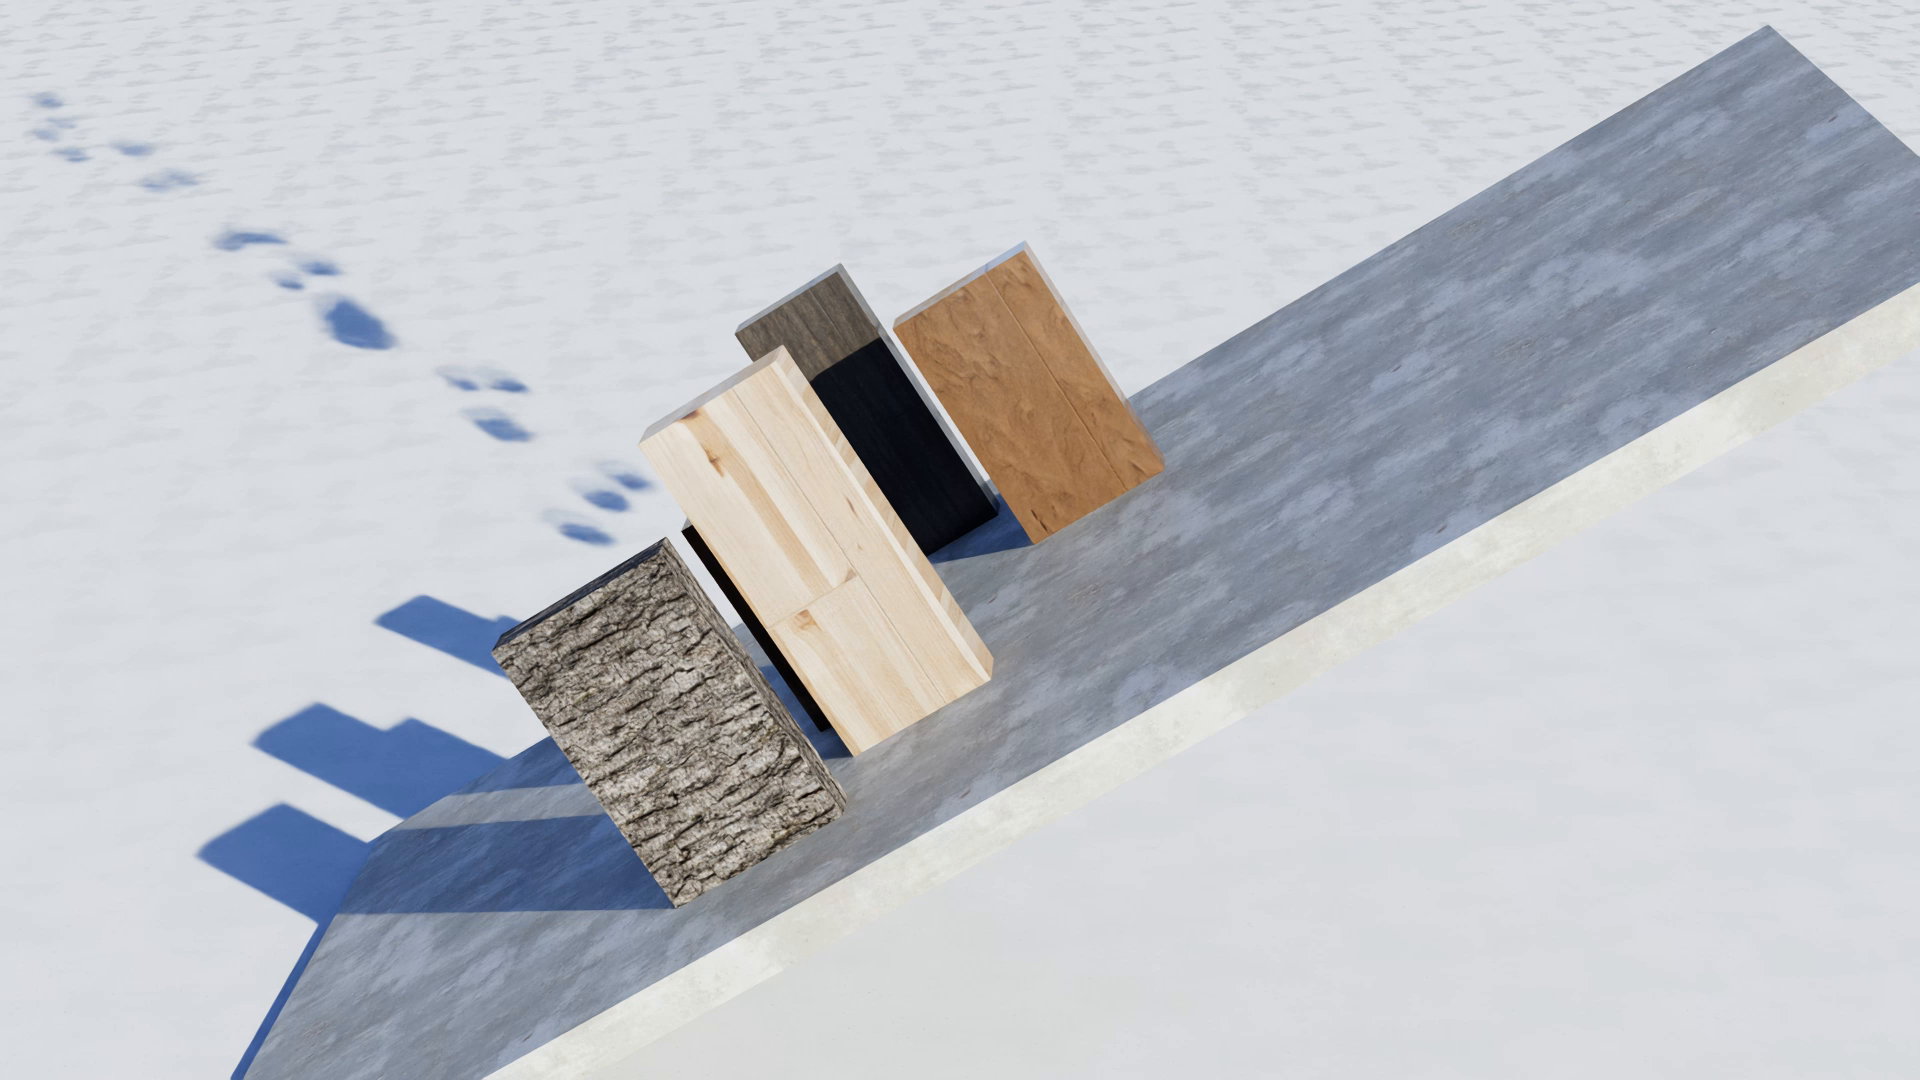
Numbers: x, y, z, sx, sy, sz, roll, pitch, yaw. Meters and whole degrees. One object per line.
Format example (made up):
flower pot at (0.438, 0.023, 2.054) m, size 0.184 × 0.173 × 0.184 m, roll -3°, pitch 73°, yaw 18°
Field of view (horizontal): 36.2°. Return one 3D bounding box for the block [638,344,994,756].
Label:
block at (-0.283, 0.027, 5.904) m, size 0.330 × 0.781 × 0.115 m, roll -30°, pitch 15°, yaw 13°

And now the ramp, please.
ramp at (0.140, 0.170, 6.292) m, size 4.000 × 0.100 × 2.000 m, roll -30°, pitch 15°, yaw 13°

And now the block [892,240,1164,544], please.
block at (0.154, -0.321, 6.470) m, size 0.338 × 0.584 × 0.087 m, roll -30°, pitch 15°, yaw 13°

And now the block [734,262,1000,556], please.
block at (-0.214, -0.281, 6.900) m, size 0.287 × 0.694 × 0.082 m, roll -30°, pitch 15°, yaw 13°

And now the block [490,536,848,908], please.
block at (-0.561, 0.360, 5.725) m, size 0.394 × 0.636 × 0.094 m, roll -30°, pitch 15°, yaw 13°

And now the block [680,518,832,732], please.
block at (-0.290, 0.094, 6.197) m, size 0.347 × 0.531 × 0.104 m, roll -30°, pitch 15°, yaw 13°
